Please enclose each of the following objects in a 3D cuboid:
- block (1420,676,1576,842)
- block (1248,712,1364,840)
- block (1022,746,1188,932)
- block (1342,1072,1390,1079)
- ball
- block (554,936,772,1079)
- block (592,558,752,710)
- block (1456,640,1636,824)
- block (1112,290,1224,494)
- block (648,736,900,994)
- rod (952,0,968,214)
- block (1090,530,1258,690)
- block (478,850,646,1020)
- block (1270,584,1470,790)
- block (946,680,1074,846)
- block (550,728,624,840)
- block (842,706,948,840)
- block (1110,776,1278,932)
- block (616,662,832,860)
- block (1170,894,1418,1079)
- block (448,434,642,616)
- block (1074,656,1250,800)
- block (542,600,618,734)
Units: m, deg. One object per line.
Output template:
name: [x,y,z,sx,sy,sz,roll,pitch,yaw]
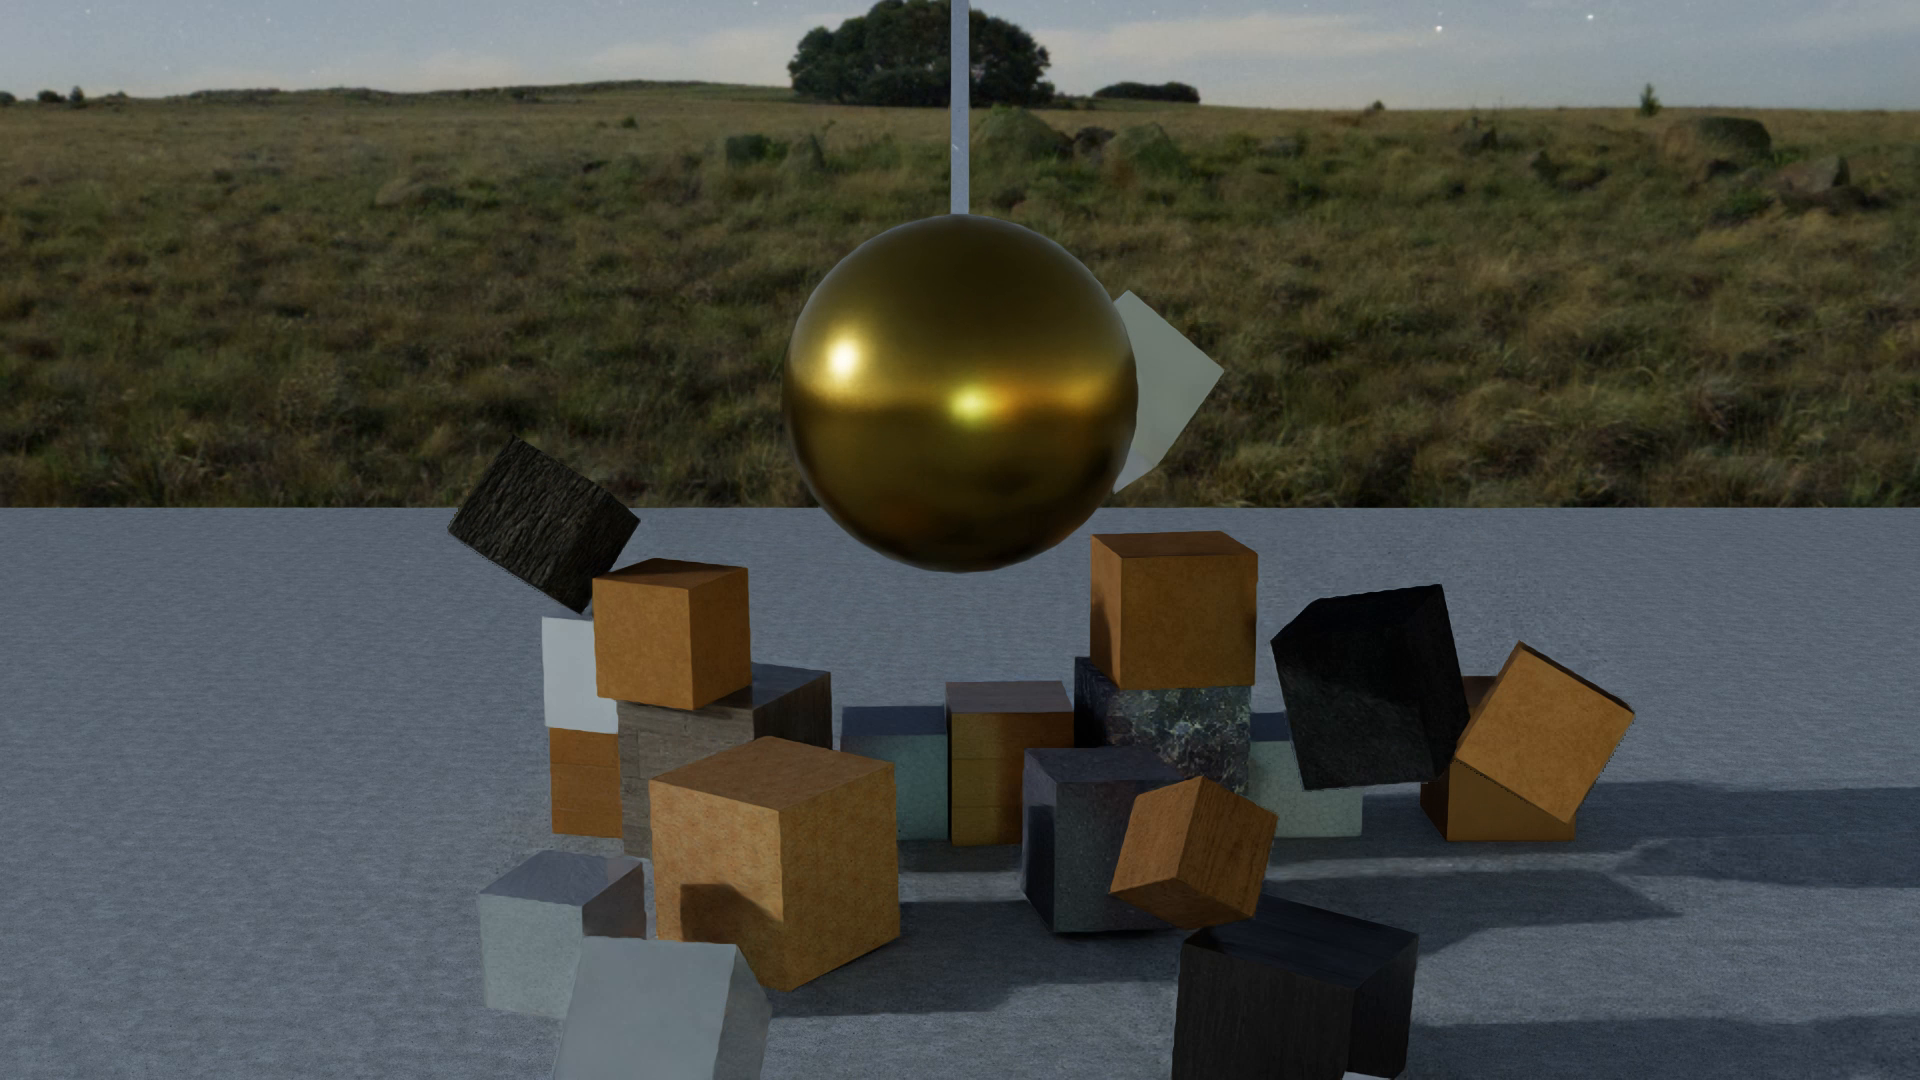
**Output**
block: [2.789,1.126,11.396,0.650,0.706,0.622,0,10,-1]
block: [1.725,1.216,11.438,0.598,0.515,0.558,-1,10,-6]
block: [0.647,1.354,10.057,0.592,0.677,0.709,0,7,-10]
block: [1.419,2.009,7.009,0.445,0.403,0.381,5,41,24]
ball: [0.000,-0.648,9.837,1.600,1.600,1.600,0,10,0]
block: [-0.998,1.716,7.488,0.533,0.520,0.557,1,-33,11]
block: [-1.403,0.450,10.736,0.563,0.591,0.508,5,13,27]
block: [2.466,0.801,9.312,0.522,0.527,0.568,31,7,11]
block: [0.815,-0.742,11.084,0.634,0.655,0.537,39,-22,-6]
block: [-0.802,1.391,9.601,0.752,0.799,0.753,8,15,37]
rod: [0.000,-4.047,9.913,0.080,5.200,0.080,0,-1,0]
block: [1.073,0.346,11.153,0.690,0.665,0.662,-2,10,-9]
block: [-1.635,1.633,9.109,0.475,0.504,0.513,4,14,20]
block: [1.979,0.701,10.527,0.647,0.751,0.677,-9,11,30]
block: [0.247,1.142,11.363,0.614,0.687,0.654,-1,10,-3]
block: [-1.772,1.198,11.410,0.531,0.559,0.497,3,11,14]
block: [-0.341,1.203,11.398,0.535,0.555,0.571,0,10,-2]
block: [0.873,1.178,8.228,0.362,0.407,0.434,29,-28,-20]
block: [-1.163,1.116,11.025,0.780,0.837,0.754,5,13,25]
block: [1.261,1.754,8.263,0.677,0.551,0.650,10,14,30]
block: [-2.057,-0.070,10.946,0.579,0.567,0.621,30,-8,13]
block: [1.024,1.078,11.311,0.731,0.831,0.756,-2,10,-9]
block: [-1.796,0.639,11.322,0.463,0.572,0.549,4,11,21]
